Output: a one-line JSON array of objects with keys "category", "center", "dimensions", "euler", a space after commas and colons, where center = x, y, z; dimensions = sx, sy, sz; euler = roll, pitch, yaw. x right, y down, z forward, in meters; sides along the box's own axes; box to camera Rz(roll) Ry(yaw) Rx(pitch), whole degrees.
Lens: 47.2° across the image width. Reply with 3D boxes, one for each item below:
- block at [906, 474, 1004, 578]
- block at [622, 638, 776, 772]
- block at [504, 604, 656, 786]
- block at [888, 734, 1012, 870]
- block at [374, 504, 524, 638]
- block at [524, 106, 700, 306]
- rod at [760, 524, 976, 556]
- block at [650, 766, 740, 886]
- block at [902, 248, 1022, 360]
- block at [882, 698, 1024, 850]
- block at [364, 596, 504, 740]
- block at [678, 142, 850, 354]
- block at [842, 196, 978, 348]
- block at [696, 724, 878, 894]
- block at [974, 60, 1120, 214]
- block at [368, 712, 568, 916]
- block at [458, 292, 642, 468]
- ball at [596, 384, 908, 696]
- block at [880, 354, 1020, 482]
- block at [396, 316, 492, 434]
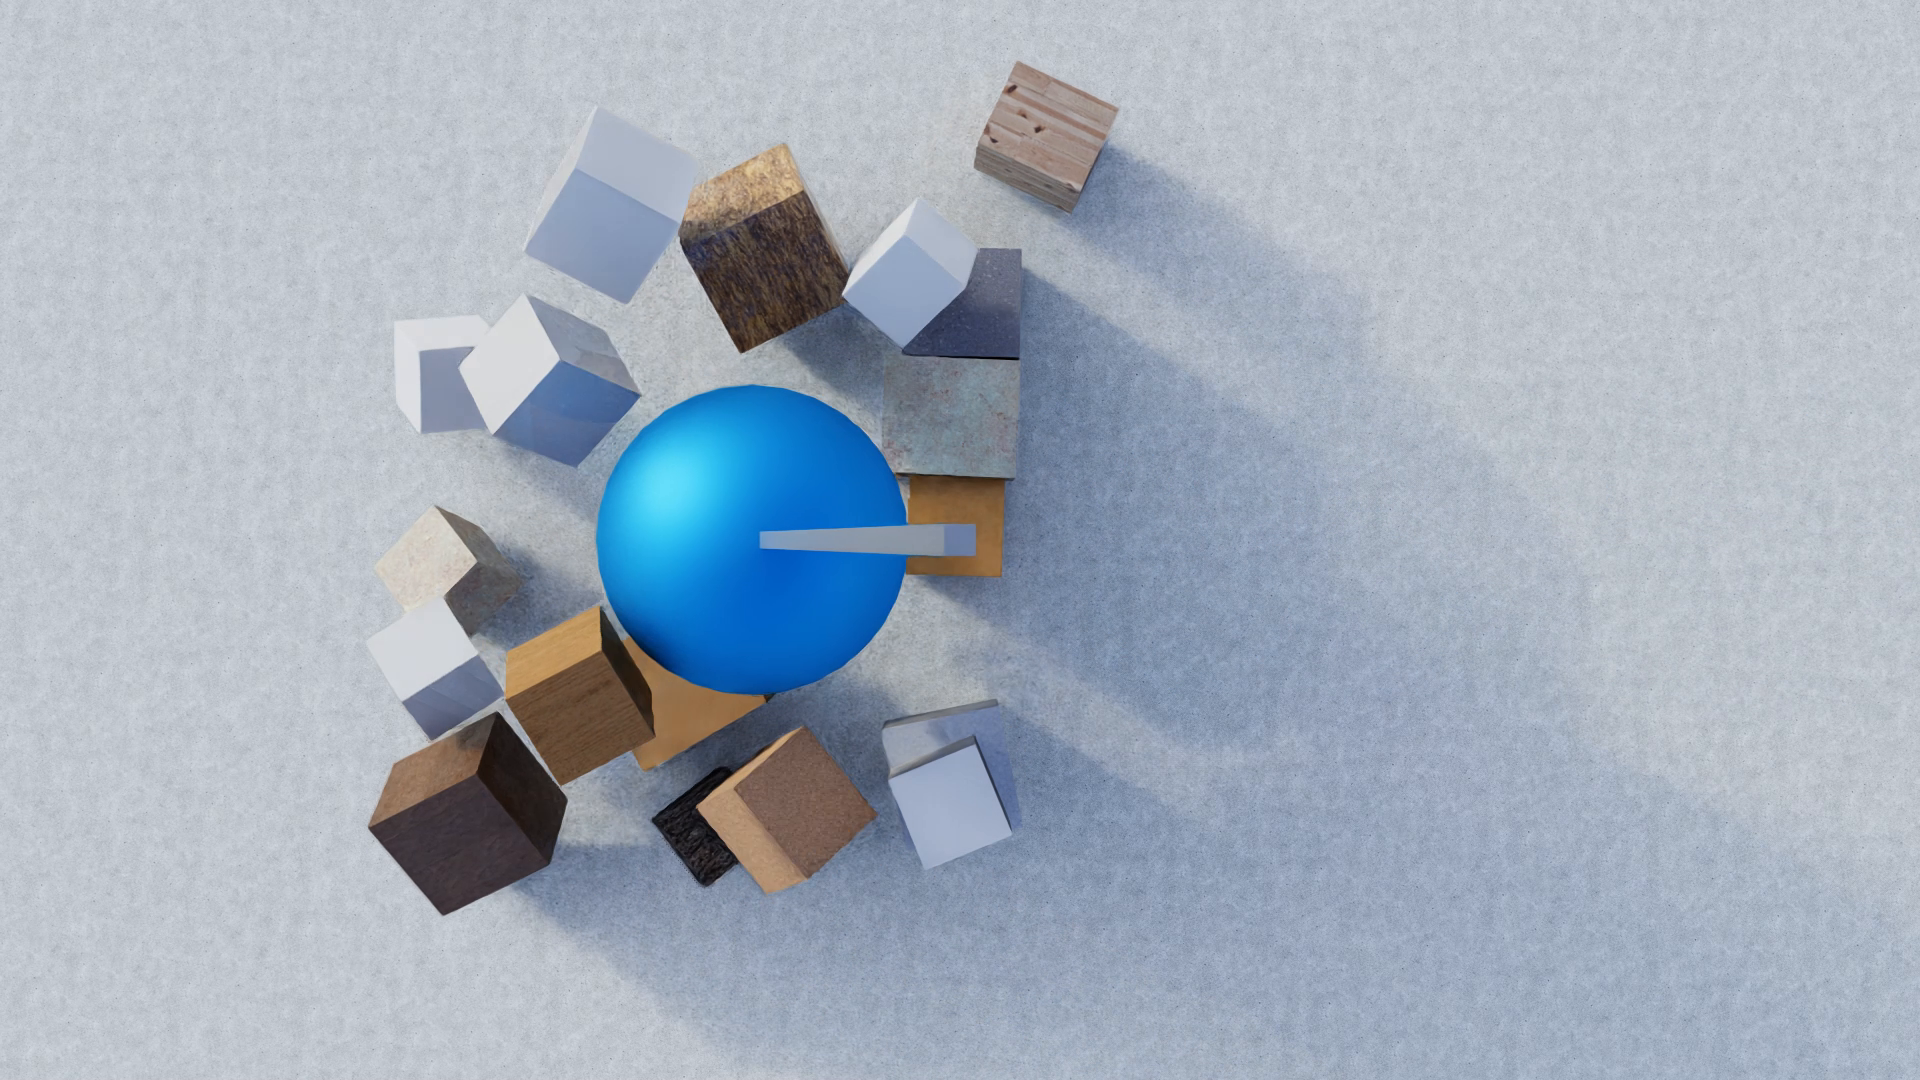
[{"category": "block", "center": [-0.025, -0.079, 12.709], "dimensions": [0.539, 0.581, 0.560], "euler": [2, 90, 0]}, {"category": "block", "center": [-1.607, 0.807, 12.681], "dimensions": [0.795, 0.638, 0.703], "euler": [-30, 90, 0]}, {"category": "block", "center": [-1.942, 0.788, 11.242], "dimensions": [0.539, 0.605, 0.551], "euler": [-27, 113, 1]}, {"category": "block", "center": [-0.053, 1.435, 12.106], "dimensions": [0.507, 0.597, 0.527], "euler": [-22, 90, 0]}, {"category": "block", "center": [-2.941, 0.202, 12.656], "dimensions": [0.510, 0.475, 0.495], "euler": [-45, 63, 5]}, {"category": "block", "center": [-1.880, -1.804, 11.898], "dimensions": [0.622, 0.571, 0.669], "euler": [27, 132, -18]}, {"category": "rod", "center": [-0.461, 0.000, 7.975], "dimensions": [0.080, 5.200, 0.080], "euler": [0, 90, -10]}, {"category": "block", "center": [-1.429, 1.654, 12.735], "dimensions": [0.500, 0.403, 0.481], "euler": [-37, 92, -14]}, {"category": "block", "center": [0.009, -1.337, 12.672], "dimensions": [0.663, 0.656, 0.608], "euler": [1, 90, 0]}, {"category": "block", "center": [-0.042, 1.344, 12.702], "dimensions": [0.674, 0.596, 0.698], "euler": [-11, 90, 0]}, {"category": "block", "center": [-2.940, 0.719, 12.337], "dimensions": [0.483, 0.507, 0.469], "euler": [-33, 61, -11]}, {"category": "block", "center": [-1.115, -1.660, 12.459], "dimensions": [0.743, 0.808, 0.704], "euler": [-26, 121, 2]}, {"category": "block", "center": [-0.268, -1.456, 11.957], "dimensions": [0.438, 0.485, 0.522], "euler": [40, 120, -16]}, {"category": "block", "center": [-0.976, 1.517, 12.319], "dimensions": [0.563, 0.639, 0.646], "euler": [-41, 94, -30]}, {"category": "block", "center": [0.490, -2.317, 12.699], "dimensions": [0.640, 0.552, 0.528], "euler": [25, 84, 0]}, {"category": "block", "center": [-2.779, 1.553, 12.489], "dimensions": [0.733, 0.635, 0.704], "euler": [-27, 115, 14]}, {"category": "block", "center": [-2.191, -0.848, 11.750], "dimensions": [0.565, 0.610, 0.550], "euler": [-45, 54, 16]}, {"category": "ball", "center": [-1.064, 0.000, 11.321], "dimensions": [1.600, 1.600, 1.600], "euler": [0, 90, 0]}, {"category": "block", "center": [-0.054, -0.694, 12.673], "dimensions": [0.761, 0.654, 0.659], "euler": [3, 90, 0]}, {"category": "block", "center": [-2.916, -0.951, 12.585], "dimensions": [0.491, 0.513, 0.497], "euler": [-8, 117, -27]}]
